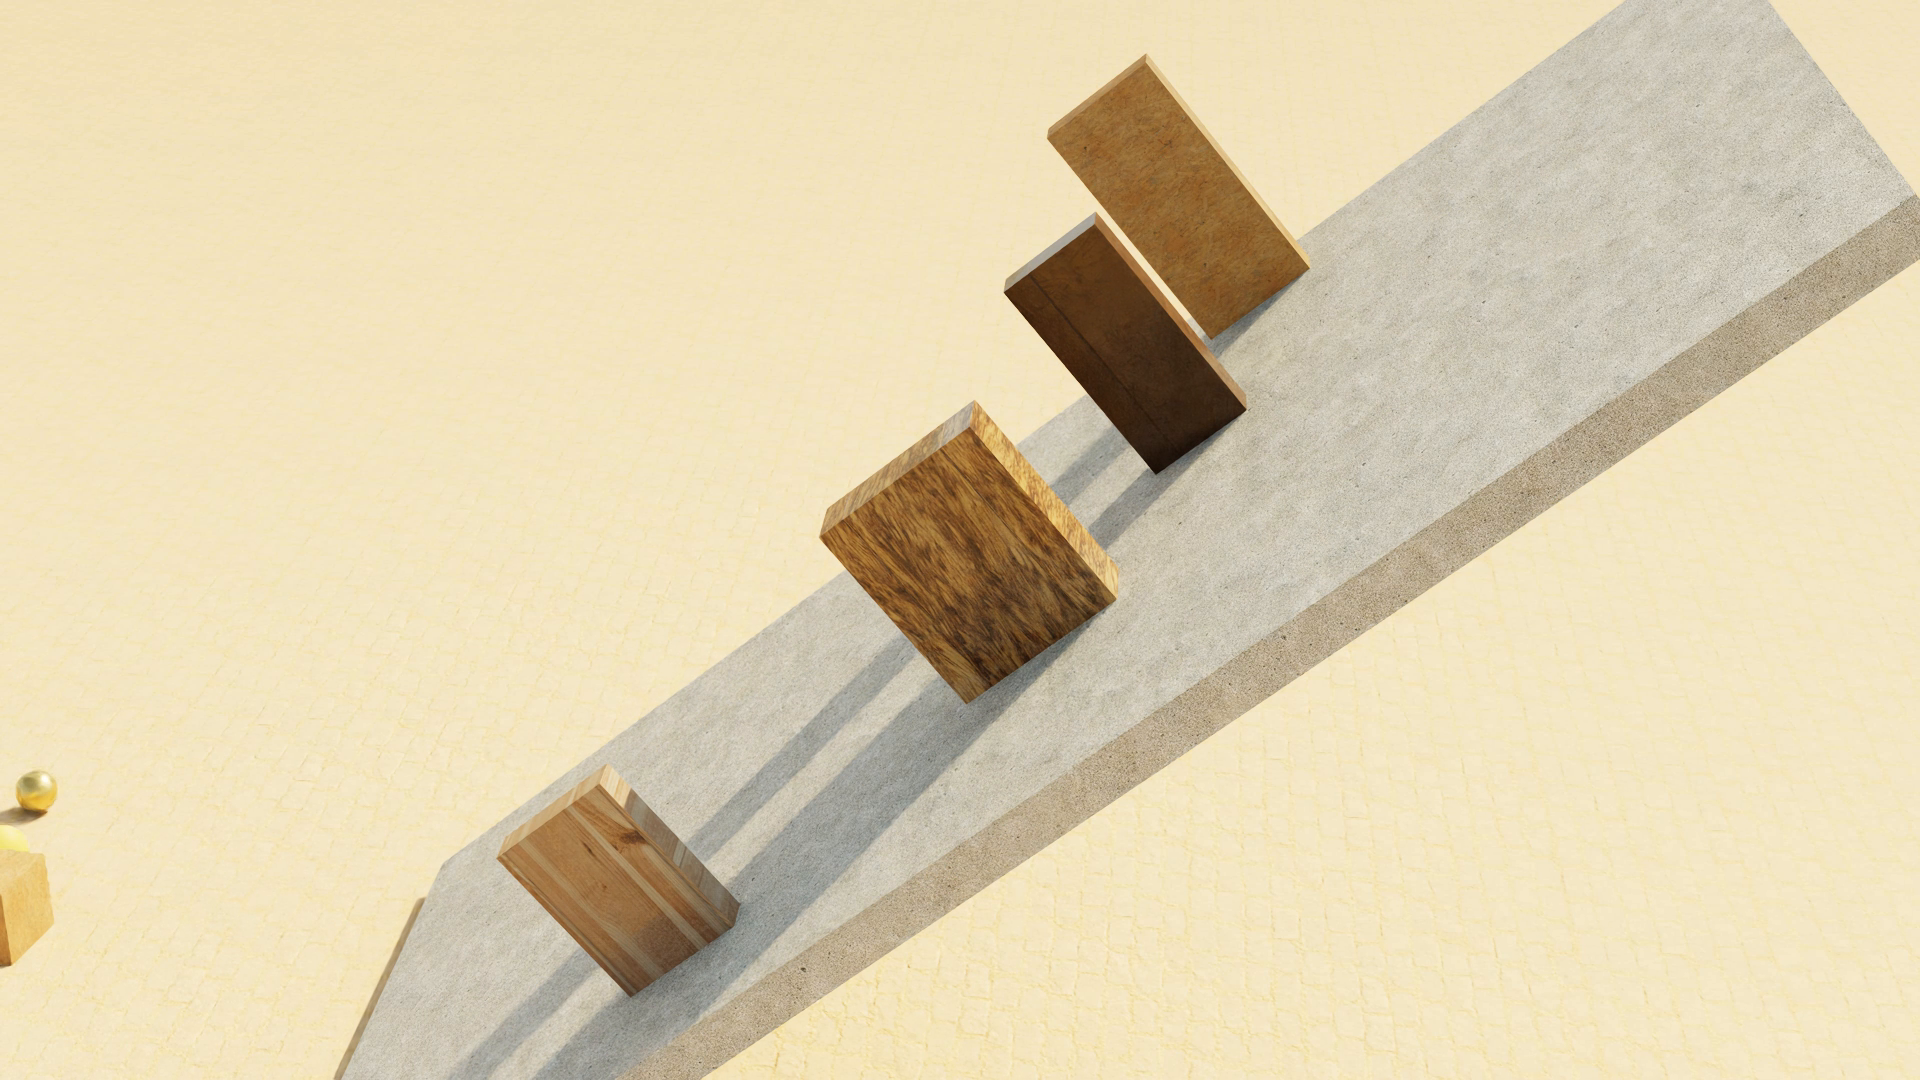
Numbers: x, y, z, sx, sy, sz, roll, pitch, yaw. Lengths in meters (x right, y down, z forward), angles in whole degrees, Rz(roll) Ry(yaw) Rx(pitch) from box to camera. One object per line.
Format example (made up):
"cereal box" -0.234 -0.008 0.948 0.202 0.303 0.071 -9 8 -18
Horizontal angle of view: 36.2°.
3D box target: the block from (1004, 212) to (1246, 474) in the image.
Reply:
"block" 0.354 -0.416 6.260 0.245 0.523 0.090 -36 16 18

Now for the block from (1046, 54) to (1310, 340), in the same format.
"block" 0.502 -0.783 6.738 0.284 0.612 0.085 -36 16 18

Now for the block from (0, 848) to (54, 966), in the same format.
"block" -2.502 0.942 7.602 0.210 0.210 0.210 6 24 13

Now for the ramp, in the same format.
"ramp" 0.121 0.185 6.340 4.000 0.100 2.000 -36 16 18

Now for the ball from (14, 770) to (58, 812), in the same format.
"ball" -2.593 0.705 8.258 0.117 0.117 0.117 0 24 0

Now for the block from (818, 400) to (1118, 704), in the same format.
"block" 0.021 0.027 5.944 0.390 0.468 0.150 -36 16 18

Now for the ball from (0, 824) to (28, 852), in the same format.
"ball" -2.584 0.837 7.926 0.141 0.141 0.141 0 24 0

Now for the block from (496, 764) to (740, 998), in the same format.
"block" -0.687 0.689 5.933 0.282 0.406 0.087 -36 16 18
